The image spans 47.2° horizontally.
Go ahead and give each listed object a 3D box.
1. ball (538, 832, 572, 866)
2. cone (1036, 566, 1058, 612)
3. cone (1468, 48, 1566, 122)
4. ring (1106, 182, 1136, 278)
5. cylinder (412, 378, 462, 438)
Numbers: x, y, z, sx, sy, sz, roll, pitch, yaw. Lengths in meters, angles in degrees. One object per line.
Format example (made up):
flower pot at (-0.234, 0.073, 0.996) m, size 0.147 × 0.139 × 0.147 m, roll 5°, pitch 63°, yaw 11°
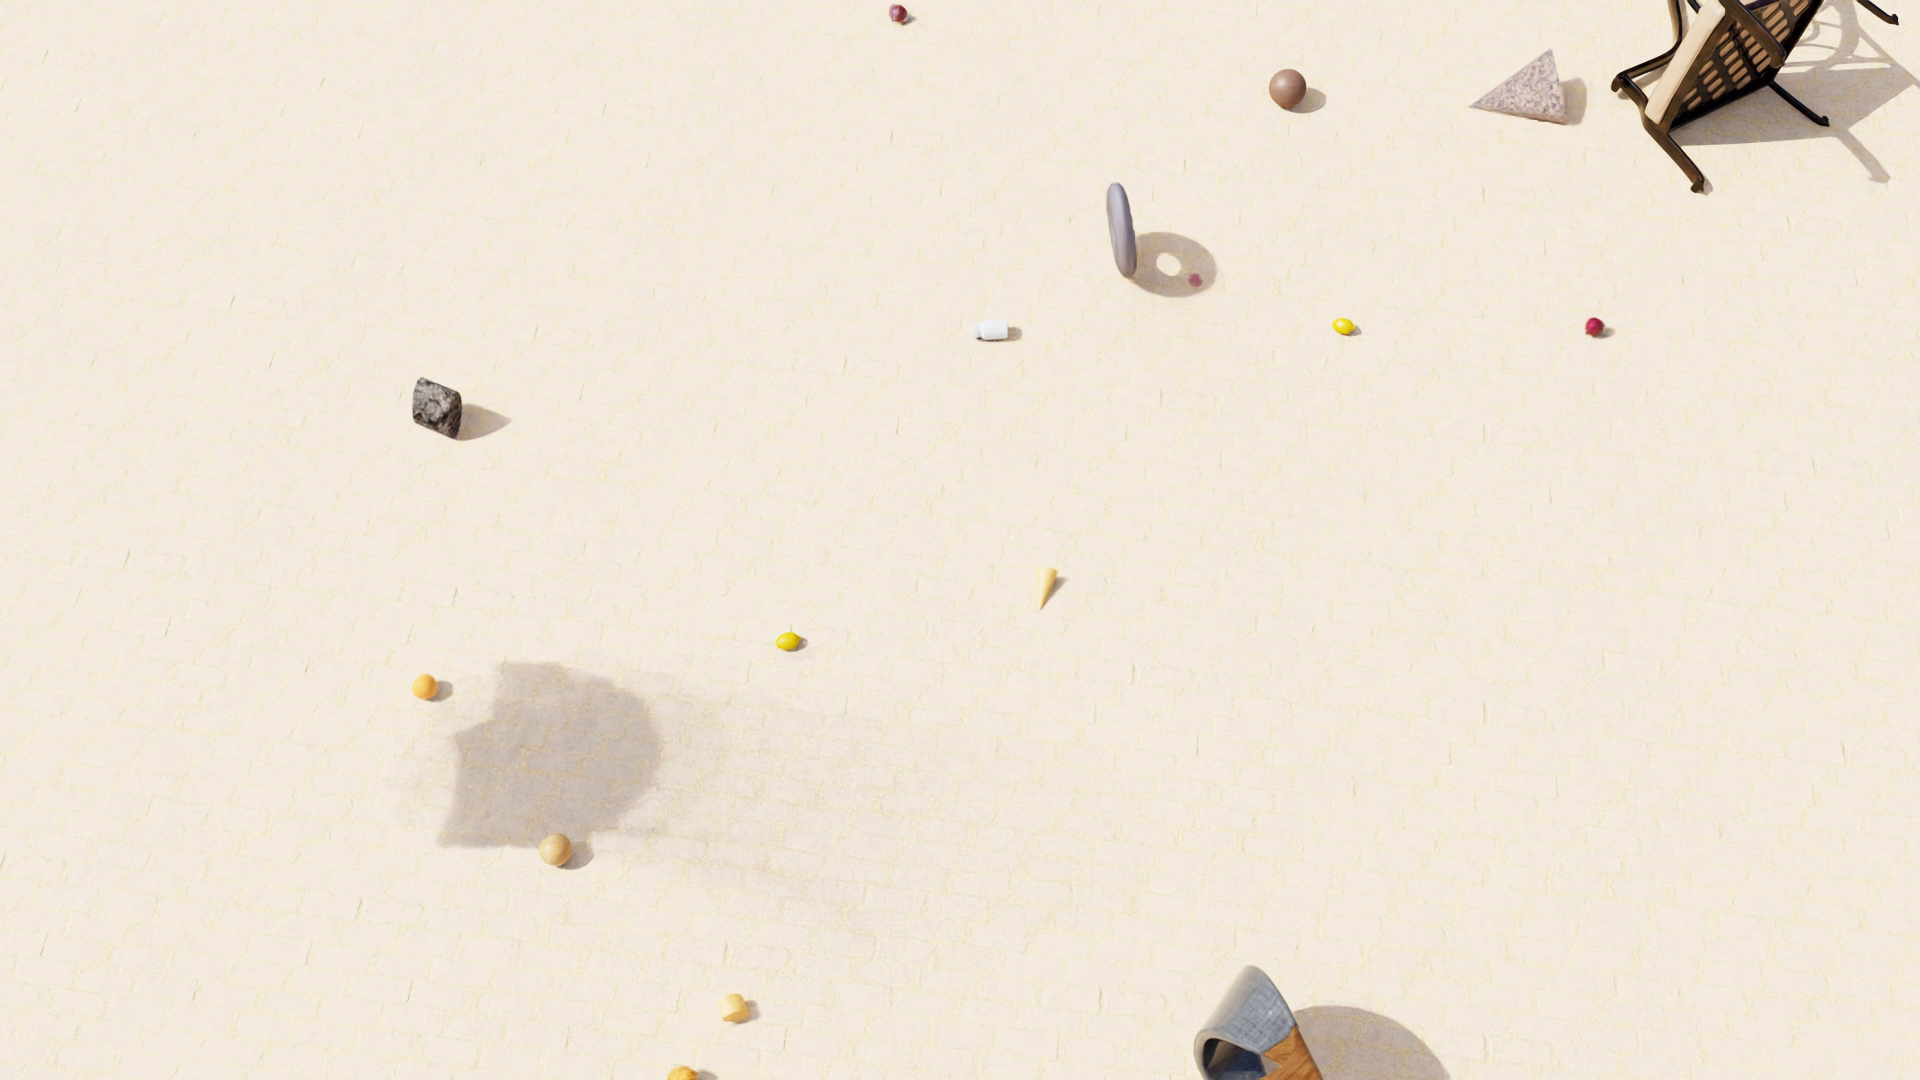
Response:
ball at (-1.096, 0.838, 5.958) m, size 0.090 × 0.090 × 0.090 m, roll 0°, pitch 56°, yaw 0°
cone at (0.244, 0.152, 6.453) m, size 0.067 × 0.065 × 0.134 m, roll 26°, pitch 66°, yaw -35°
cone at (1.896, -1.523, 7.542) m, size 0.311 × 0.130 × 0.264 m, roll -12°, pitch 90°, yaw 12°
ring at (0.516, -0.986, 7.015) m, size 0.062 × 0.379 × 0.283 m, roll -10°, pitch 70°, yaw 2°
cylinder at (-1.605, -0.405, 6.749) m, size 0.130 × 0.170 × 0.076 m, roll 22°, pitch 37°, yaw 14°
